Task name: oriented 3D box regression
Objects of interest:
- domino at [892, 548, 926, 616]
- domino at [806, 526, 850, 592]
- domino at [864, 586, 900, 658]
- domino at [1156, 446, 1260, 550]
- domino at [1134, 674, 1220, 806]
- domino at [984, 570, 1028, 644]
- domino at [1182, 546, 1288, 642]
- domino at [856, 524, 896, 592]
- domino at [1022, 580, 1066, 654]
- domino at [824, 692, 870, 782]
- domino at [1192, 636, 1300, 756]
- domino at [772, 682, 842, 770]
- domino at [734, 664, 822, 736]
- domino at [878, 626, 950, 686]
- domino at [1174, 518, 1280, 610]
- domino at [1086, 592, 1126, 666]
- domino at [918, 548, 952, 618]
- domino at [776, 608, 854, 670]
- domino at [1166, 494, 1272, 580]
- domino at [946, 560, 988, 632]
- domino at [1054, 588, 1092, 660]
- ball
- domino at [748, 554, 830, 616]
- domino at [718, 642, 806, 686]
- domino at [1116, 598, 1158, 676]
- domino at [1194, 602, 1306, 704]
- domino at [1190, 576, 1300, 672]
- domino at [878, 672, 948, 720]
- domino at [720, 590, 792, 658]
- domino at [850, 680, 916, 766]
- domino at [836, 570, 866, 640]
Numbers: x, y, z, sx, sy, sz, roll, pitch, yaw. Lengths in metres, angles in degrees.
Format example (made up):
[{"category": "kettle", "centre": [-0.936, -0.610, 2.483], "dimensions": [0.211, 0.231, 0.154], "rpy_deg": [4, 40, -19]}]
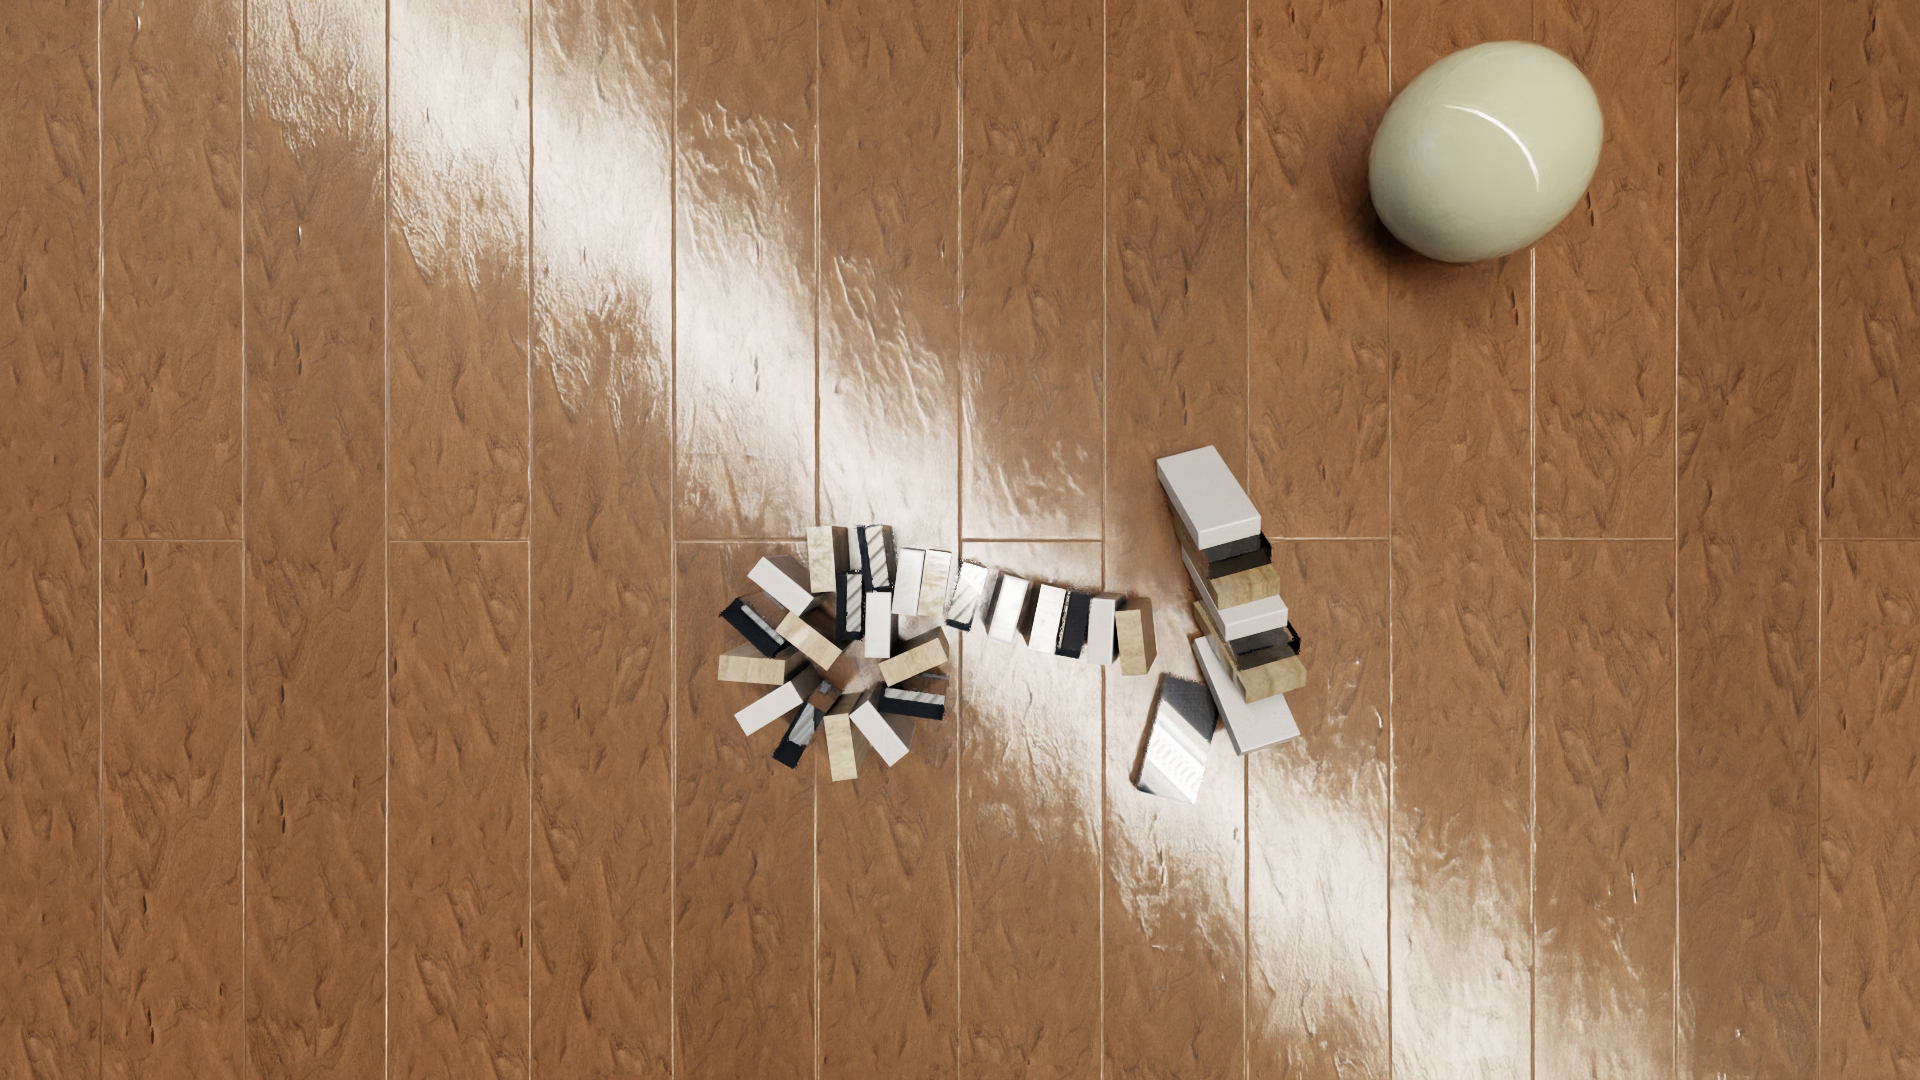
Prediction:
[{"category": "domino", "centre": [-0.020, 0.016, 0.375], "dimensions": [0.010, 0.050, 0.025], "rpy_deg": [8, 90, 0]}, {"category": "domino", "centre": [-0.053, 0.007, 0.375], "dimensions": [0.009, 0.050, 0.025], "rpy_deg": [-4, 90, 0]}, {"category": "domino", "centre": [-0.031, 0.032, 0.375], "dimensions": [0.010, 0.050, 0.025], "rpy_deg": [2, 90, 0]}, {"category": "domino", "centre": [0.102, -0.018, 0.378], "dimensions": [0.025, 0.050, 0.009], "rpy_deg": [-15, 131, 0]}, {"category": "domino", "centre": [0.094, 0.086, 0.395], "dimensions": [0.025, 0.009, 0.050], "rpy_deg": [15, 90, 0]}, {"category": "domino", "centre": [0.018, 0.026, 0.375], "dimensions": [0.009, 0.050, 0.025], "rpy_deg": [15, 90, 0]}, {"category": "domino", "centre": [0.112, 0.018, 0.378], "dimensions": [0.025, 0.050, 0.010], "rpy_deg": [-15, 131, 1]}, {"category": "domino", "centre": [-0.033, 0.007, 0.375], "dimensions": [0.010, 0.050, 0.025], "rpy_deg": [-8, 90, 0]}, {"category": "domino", "centre": [0.034, 0.030, 0.375], "dimensions": [0.009, 0.050, 0.025], "rpy_deg": [12, 90, 1]}, {"category": "domino", "centre": [-0.046, 0.079, 0.375], "dimensions": [0.009, 0.050, 0.025], "rpy_deg": [-8, 90, 0]}, {"category": "domino", "centre": [0.119, 0.062, 0.385], "dimensions": [0.025, 0.010, 0.050], "rpy_deg": [-16, 65, -2]}, {"category": "domino", "centre": [-0.062, 0.074, 0.375], "dimensions": [0.010, 0.050, 0.025], "rpy_deg": [30, 90, 0]}, {"category": "domino", "centre": [-0.073, 0.064, 0.375], "dimensions": [0.025, 0.050, 0.009], "rpy_deg": [-31, 90, 0]}, {"category": "domino", "centre": [-0.018, 0.047, 0.375], "dimensions": [0.025, 0.050, 0.009], "rpy_deg": [-24, 90, 0]}, {"category": "domino", "centre": [0.109, 0.005, 0.378], "dimensions": [0.025, 0.050, 0.010], "rpy_deg": [-15, 131, 0]}, {"category": "domino", "centre": [0.060, 0.035, 0.375], "dimensions": [0.009, 0.050, 0.025], "rpy_deg": [3, 90, 15]}, {"category": "domino", "centre": [-0.010, 0.017, 0.375], "dimensions": [0.009, 0.050, 0.025], "rpy_deg": [8, 90, 0]}, {"category": "domino", "centre": [-0.058, 0.039, 0.375], "dimensions": [0.025, 0.050, 0.010], "rpy_deg": [38, 90, 0]}, {"category": "domino", "centre": [0.106, -0.007, 0.378], "dimensions": [0.025, 0.050, 0.009], "rpy_deg": [-15, 131, 0]}, {"category": "domino", "centre": [0.003, 0.022, 0.375], "dimensions": [0.009, 0.050, 0.025], "rpy_deg": [16, 90, 0]}, {"category": "domino", "centre": [0.047, 0.033, 0.375], "dimensions": [0.010, 0.050, 0.025], "rpy_deg": [10, 90, 9]}, {"category": "ball", "centre": [0.204, -0.151, 0.360], "dimensions": [0.080, 0.080, 0.080], "rpy_deg": [0, 90, 0]}, {"category": "domino", "centre": [-0.069, 0.018, 0.375], "dimensions": [0.025, 0.050, 0.010], "rpy_deg": [39, 90, 0]}, {"category": "domino", "centre": [-0.080, 0.050, 0.375], "dimensions": [0.025, 0.050, 0.010], "rpy_deg": [5, 90, 0]}, {"category": "domino", "centre": [0.073, 0.039, 0.375], "dimensions": [0.010, 0.050, 0.025], "rpy_deg": [-6, 90, 17]}, {"category": "domino", "centre": [0.118, 0.042, 0.378], "dimensions": [0.025, 0.050, 0.009], "rpy_deg": [-17, 131, -2]}, {"category": "domino", "centre": [0.116, 0.029, 0.378], "dimensions": [0.025, 0.050, 0.010], "rpy_deg": [-16, 131, -1]}, {"category": "domino", "centre": [-0.019, 0.063, 0.375], "dimensions": [0.025, 0.050, 0.009], "rpy_deg": [8, 90, 0]}, {"category": "domino", "centre": [-0.079, 0.034, 0.375], "dimensions": [0.025, 0.050, 0.010], "rpy_deg": [43, 90, 0]}, {"category": "domino", "centre": [-0.031, 0.074, 0.375], "dimensions": [0.009, 0.050, 0.025], "rpy_deg": [-39, 90, 0]}, {"category": "domino", "centre": [-0.043, 0.026, 0.375], "dimensions": [0.010, 0.050, 0.025], "rpy_deg": [1, 90, 0]}]
